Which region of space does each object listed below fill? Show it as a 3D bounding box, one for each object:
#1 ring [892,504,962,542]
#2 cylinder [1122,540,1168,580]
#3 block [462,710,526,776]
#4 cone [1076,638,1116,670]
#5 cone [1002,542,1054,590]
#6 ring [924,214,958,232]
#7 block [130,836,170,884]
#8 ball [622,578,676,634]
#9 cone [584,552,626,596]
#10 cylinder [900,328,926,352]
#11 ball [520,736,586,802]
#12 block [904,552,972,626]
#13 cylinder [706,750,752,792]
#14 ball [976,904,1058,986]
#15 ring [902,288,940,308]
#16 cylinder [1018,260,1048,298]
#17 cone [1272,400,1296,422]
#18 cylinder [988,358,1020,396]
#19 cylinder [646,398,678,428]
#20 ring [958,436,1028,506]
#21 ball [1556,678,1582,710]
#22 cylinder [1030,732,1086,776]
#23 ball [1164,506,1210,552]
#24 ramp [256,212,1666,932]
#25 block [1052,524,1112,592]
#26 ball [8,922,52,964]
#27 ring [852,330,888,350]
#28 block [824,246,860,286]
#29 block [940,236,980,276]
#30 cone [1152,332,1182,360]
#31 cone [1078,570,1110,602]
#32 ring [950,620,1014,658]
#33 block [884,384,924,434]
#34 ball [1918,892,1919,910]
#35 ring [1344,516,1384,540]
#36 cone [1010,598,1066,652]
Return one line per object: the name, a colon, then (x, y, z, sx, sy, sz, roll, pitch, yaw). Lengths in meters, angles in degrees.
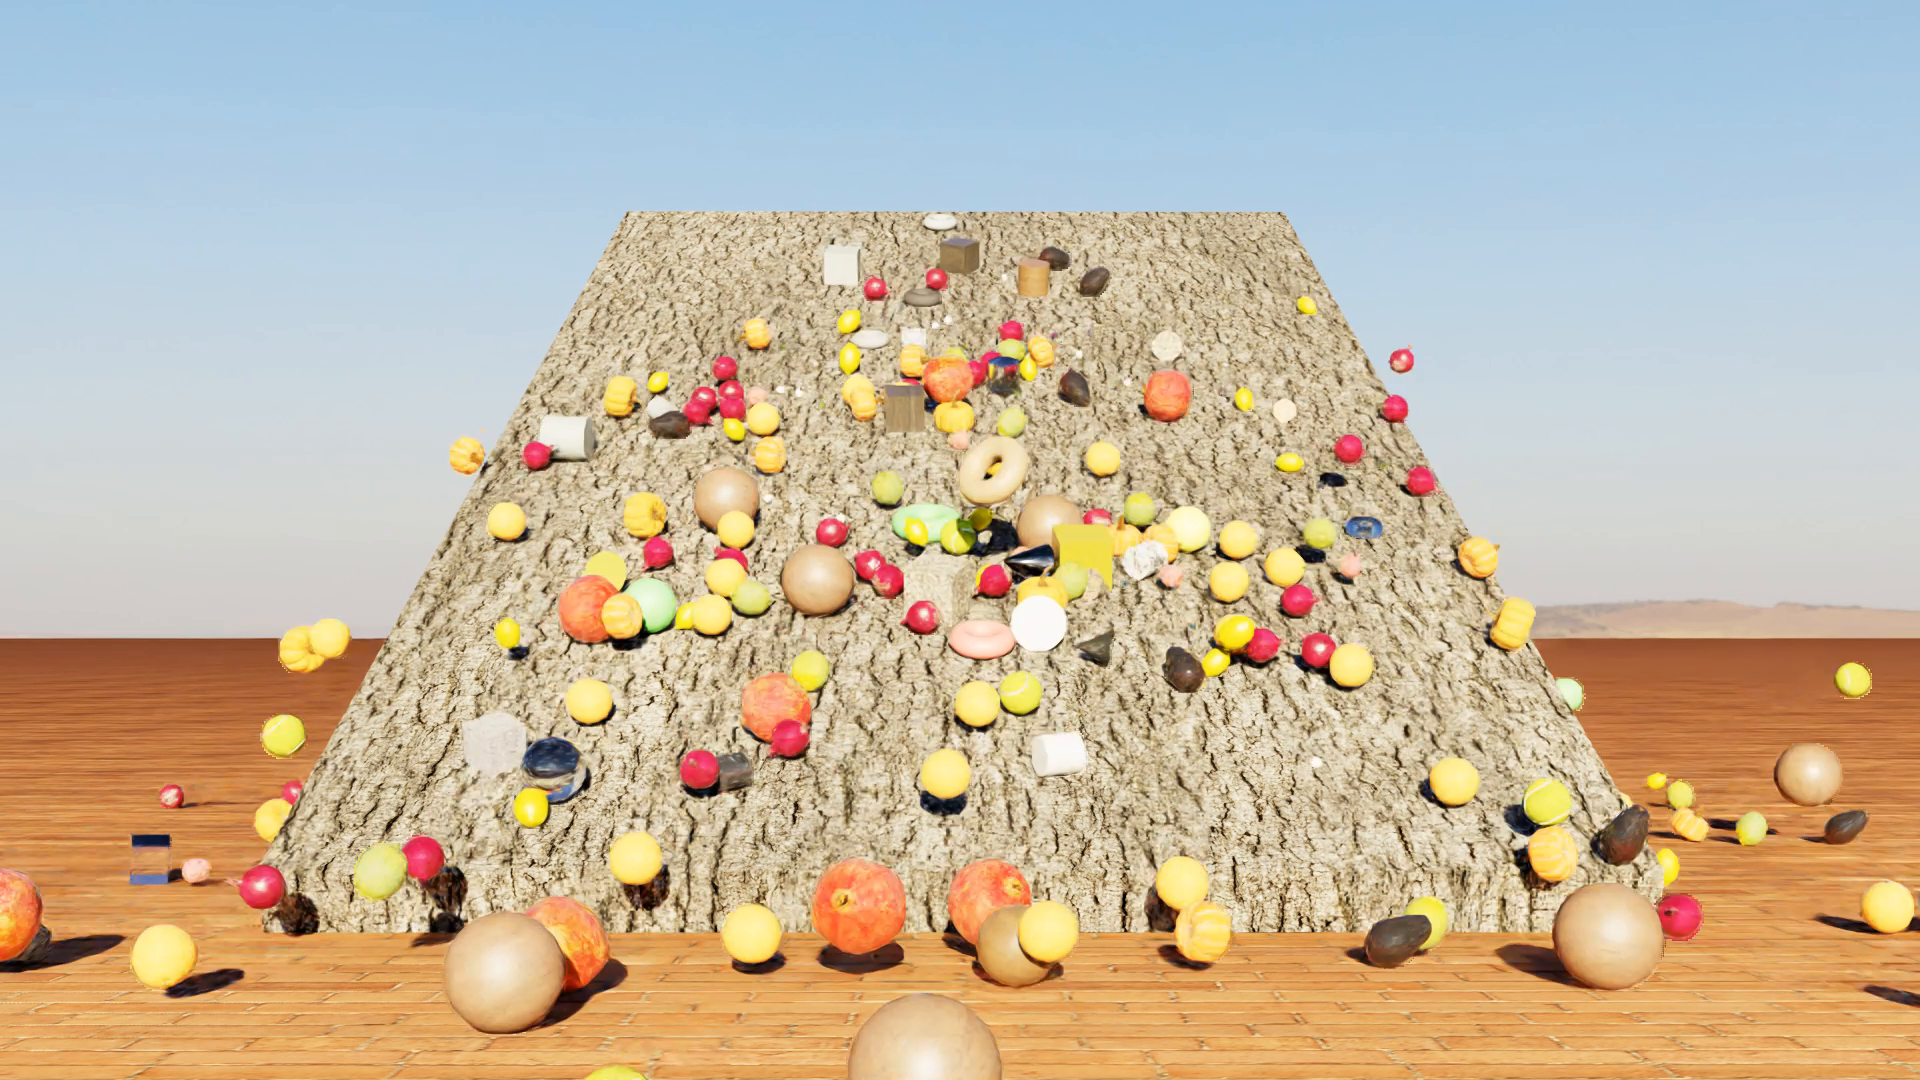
ring: (-0.065, -0.033, 4.463, 0.136, 0.045, 0.136, 0, 20, 0)
cylinder: (0.345, 0.037, 4.266, 0.060, 0.060, 0.060, -2, 14, 45)
block: (-0.720, 0.315, 3.547, 0.067, 0.067, 0.067, 20, 29, 41)
cone: (0.223, 0.182, 3.887, 0.062, 0.062, 0.062, 29, -9, -13)
cone: (0.114, 0.042, 4.182, 0.087, 0.087, 0.087, 8, -6, -26)
ring: (-0.058, -0.938, 6.766, 0.100, 0.033, 0.100, 1, 23, 0)
block: (-1.387, 0.548, 3.922, 0.061, 0.061, 0.061, 2, 21, -19)
ball: (-0.545, 0.115, 4.012, 0.096, 0.096, 0.096, 0, -2, 0)
cone: (-0.640, 0.065, 4.223, 0.080, 0.080, 0.080, 0, -6, 11)
cylinder: (-0.114, -0.488, 5.591, 0.059, 0.059, 0.059, 0, -2, 0)
ball: (-0.610, 0.344, 3.433, 0.099, 0.099, 0.099, 0, -2, 0)
block: (-0.039, 0.087, 4.092, 0.094, 0.094, 0.094, 9, 23, 21)
cylinder: (-0.351, 0.351, 3.470, 0.053, 0.053, 0.053, -11, 3, -27)
ball: (0.070, 0.493, 2.790, 0.100, 0.100, 0.100, 0, -2, 0)
ring: (-0.100, -0.634, 5.999, 0.100, 0.033, 0.100, 1, 21, 0)
cylinder: (0.195, -0.695, 6.085, 0.083, 0.083, 0.083, 0, 22, 0)
cone: (0.730, -0.286, 5.134, 0.052, 0.052, 0.052, -1, -6, 13)
cylinder: (0.102, -0.378, 5.299, 0.072, 0.072, 0.072, 0, 22, 0)
cylinder: (-0.659, -0.283, 5.073, 0.053, 0.053, 0.053, 2, 21, -36)
ring: (0.060, -0.125, 4.145, 0.144, 0.144, 0.048, -2, -32, 39)
ball: (1.282, 0.328, 4.849, 0.072, 0.072, 0.072, 0, -2, 0)
cylinder: (0.150, 0.328, 3.512, 0.063, 0.063, 0.063, -5, 0, -22)
ball: (0.435, -0.021, 4.374, 0.088, 0.088, 0.088, 0, -2, 0)
ramp: (-0.006, -0.218, 5.128, 2.000, 0.100, 4.000, 0, 22, 0)
block: (0.224, 0.033, 4.227, 0.096, 0.096, 0.096, -3, 22, -7)
ball: (-1.209, 0.523, 2.977, 0.055, 0.055, 0.055, 0, -2, 0)
ring: (-0.222, -0.494, 5.647, 0.092, 0.031, 0.092, 0, 20, 0)
block: (-0.318, -0.743, 6.197, 0.088, 0.088, 0.088, 1, 22, 3)
block: (-0.001, -0.782, 6.307, 0.081, 0.081, 0.081, 13, 25, 29)
cone: (0.507, -0.466, 5.575, 0.073, 0.073, 0.073, 0, -5, 10)
cone: (0.257, 0.087, 4.185, 0.060, 0.060, 0.060, -2, -4, 43)
ring: (0.038, 0.171, 3.955, 0.114, 0.038, 0.114, 1, 21, 0)
block: (-0.123, -0.290, 5.058, 0.084, 0.084, 0.084, -1, 22, -4)
ball: (1.412, 0.517, 3.260, 0.091, 0.091, 0.091, 0, -2, 0)
ring: (0.789, -0.024, 4.470, 0.076, 0.025, 0.076, 0, 25, 0)
cone: (0.145, 0.149, 4.004, 0.097, 0.097, 0.097, -1, -1, 12)
